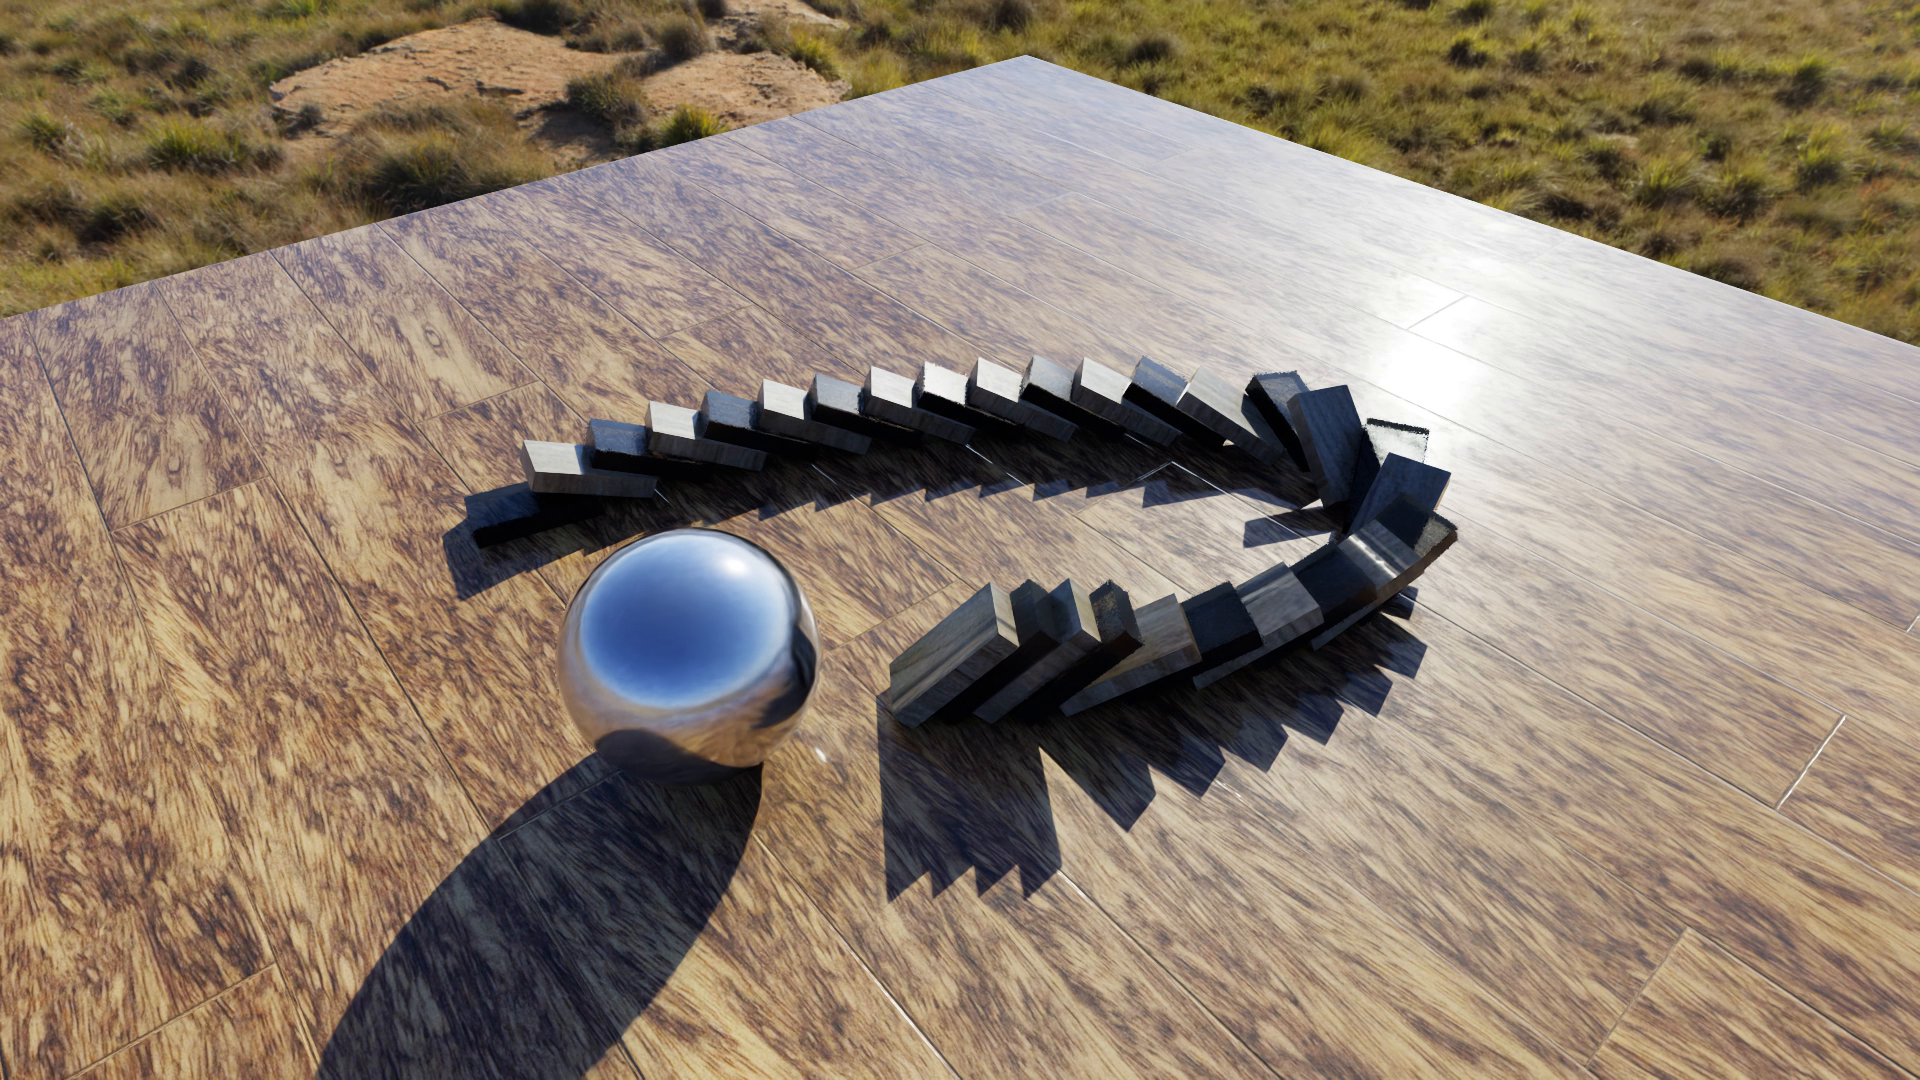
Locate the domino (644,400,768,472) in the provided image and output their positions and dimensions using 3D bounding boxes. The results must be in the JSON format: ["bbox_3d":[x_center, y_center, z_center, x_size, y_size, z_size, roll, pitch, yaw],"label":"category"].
[{"bbox_3d":[-0.112,-0.046,0.484,0.050,0.009,0.025,10,33,-27],"label":"domino"}]

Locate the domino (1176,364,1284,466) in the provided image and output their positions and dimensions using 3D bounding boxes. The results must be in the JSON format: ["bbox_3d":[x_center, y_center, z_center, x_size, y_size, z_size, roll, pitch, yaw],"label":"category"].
[{"bbox_3d":[0.124,-0.056,0.497,0.050,0.010,0.025,34,45,2],"label":"domino"}]

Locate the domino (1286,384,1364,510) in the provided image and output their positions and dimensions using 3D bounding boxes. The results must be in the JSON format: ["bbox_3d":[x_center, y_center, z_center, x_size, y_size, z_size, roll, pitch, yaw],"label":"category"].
[{"bbox_3d":[0.161,-0.040,0.471,0.025,0.009,0.050,-12,76,-14],"label":"domino"}]

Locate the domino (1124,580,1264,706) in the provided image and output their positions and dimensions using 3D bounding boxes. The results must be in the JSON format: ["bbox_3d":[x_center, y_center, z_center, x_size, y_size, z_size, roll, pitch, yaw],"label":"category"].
[{"bbox_3d":[0.077,0.036,0.384,0.050,0.010,0.025,-26,40,7],"label":"domino"}]

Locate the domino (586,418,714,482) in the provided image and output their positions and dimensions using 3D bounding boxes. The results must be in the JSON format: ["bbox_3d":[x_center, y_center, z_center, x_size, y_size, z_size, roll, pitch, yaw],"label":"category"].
[{"bbox_3d":[-0.134,-0.039,0.476,0.050,0.010,0.025,6,33,-30],"label":"domino"}]

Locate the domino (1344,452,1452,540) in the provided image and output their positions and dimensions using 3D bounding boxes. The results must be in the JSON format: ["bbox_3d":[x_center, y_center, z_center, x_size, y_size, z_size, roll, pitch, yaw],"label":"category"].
[{"bbox_3d":[0.172,-0.009,0.437,0.025,0.010,0.050,24,73,26],"label":"domino"}]

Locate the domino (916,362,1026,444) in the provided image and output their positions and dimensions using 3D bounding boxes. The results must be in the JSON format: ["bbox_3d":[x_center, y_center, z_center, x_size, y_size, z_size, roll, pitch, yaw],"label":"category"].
[{"bbox_3d":[0.005,-0.063,0.505,0.050,0.010,0.025,18,37,-16],"label":"domino"}]

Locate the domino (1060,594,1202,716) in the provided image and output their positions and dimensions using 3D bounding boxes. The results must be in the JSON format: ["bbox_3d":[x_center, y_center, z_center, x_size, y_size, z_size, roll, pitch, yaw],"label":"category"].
[{"bbox_3d":[0.055,0.039,0.378,0.050,0.009,0.025,-25,38,13],"label":"domino"}]

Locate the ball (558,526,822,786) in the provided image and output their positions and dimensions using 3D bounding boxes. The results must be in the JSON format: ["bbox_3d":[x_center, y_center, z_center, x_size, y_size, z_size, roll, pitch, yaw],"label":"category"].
[{"bbox_3d":[-0.083,0.036,0.344,0.080,0.080,0.080,0,39,0],"label":"ball"}]

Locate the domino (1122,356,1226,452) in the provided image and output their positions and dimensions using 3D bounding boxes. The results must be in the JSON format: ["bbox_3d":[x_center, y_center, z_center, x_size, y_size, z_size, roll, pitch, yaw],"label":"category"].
[{"bbox_3d":[0.101,-0.063,0.504,0.050,0.010,0.025,30,42,-1],"label":"domino"}]

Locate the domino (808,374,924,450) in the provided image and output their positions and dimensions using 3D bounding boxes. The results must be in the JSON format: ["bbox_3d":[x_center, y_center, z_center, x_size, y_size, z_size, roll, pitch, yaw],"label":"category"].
[{"bbox_3d":[-0.043,-0.058,0.499,0.050,0.010,0.025,14,35,-21],"label":"domino"}]

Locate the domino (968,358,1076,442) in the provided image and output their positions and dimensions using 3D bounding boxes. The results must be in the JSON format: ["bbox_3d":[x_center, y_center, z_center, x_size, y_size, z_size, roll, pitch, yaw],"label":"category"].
[{"bbox_3d":[0.029,-0.065,0.507,0.050,0.009,0.025,21,37,-13],"label":"domino"}]

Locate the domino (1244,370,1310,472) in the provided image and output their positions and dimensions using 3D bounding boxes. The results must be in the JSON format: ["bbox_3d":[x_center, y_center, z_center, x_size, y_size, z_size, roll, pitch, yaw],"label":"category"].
[{"bbox_3d":[0.152,-0.054,0.494,0.025,0.009,0.050,-10,58,-27],"label":"domino"}]

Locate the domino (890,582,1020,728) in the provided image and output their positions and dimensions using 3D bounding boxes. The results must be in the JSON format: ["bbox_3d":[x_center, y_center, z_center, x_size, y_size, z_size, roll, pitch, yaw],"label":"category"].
[{"bbox_3d":[-0.003,0.039,0.370,0.010,0.050,0.025,35,27,-30],"label":"domino"}]

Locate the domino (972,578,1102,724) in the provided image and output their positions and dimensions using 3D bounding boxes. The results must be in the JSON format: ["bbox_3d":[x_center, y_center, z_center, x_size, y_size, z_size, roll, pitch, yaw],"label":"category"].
[{"bbox_3d":[0.024,0.038,0.372,0.010,0.050,0.025,35,27,-30],"label":"domino"}]

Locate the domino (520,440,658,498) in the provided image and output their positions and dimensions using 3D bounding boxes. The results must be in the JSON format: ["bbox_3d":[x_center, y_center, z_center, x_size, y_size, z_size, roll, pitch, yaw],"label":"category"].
[{"bbox_3d":[-0.157,-0.030,0.464,0.050,0.009,0.025,2,33,-36],"label":"domino"}]

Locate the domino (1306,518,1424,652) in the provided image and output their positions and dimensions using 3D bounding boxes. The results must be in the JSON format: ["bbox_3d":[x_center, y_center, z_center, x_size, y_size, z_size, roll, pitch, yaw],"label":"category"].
[{"bbox_3d":[0.143,0.016,0.407,0.050,0.010,0.025,-35,46,-1],"label":"domino"}]

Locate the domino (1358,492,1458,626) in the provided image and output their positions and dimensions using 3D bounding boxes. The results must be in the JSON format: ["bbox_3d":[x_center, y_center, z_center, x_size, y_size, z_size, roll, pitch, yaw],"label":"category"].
[{"bbox_3d":[0.161,0.007,0.419,0.050,0.010,0.025,-40,50,-6],"label":"domino"}]

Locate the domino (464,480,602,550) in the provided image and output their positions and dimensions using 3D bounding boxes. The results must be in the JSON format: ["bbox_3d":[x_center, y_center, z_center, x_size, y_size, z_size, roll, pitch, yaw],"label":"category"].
[{"bbox_3d":[-0.179,-0.014,0.461,0.050,0.010,0.025,-18,43,-20],"label":"domino"}]

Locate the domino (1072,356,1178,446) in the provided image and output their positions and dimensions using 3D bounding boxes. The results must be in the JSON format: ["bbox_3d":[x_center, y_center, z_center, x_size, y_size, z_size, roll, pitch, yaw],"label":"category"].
[{"bbox_3d":[0.076,-0.064,0.505,0.050,0.009,0.025,24,39,-9],"label":"domino"}]

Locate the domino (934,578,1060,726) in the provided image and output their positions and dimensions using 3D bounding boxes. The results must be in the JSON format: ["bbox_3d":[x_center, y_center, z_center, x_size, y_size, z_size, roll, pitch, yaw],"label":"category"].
[{"bbox_3d":[0.010,0.038,0.371,0.010,0.050,0.025,35,27,-30],"label":"domino"}]

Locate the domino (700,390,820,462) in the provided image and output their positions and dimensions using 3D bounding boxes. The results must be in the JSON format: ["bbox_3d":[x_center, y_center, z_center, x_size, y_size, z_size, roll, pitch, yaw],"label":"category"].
[{"bbox_3d":[-0.089,-0.051,0.490,0.050,0.010,0.025,12,34,-25],"label":"domino"}]

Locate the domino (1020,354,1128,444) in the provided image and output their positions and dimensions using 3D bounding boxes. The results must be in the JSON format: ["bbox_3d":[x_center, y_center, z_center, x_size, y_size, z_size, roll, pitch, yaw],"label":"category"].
[{"bbox_3d":[0.053,-0.065,0.507,0.050,0.009,0.025,24,39,-9],"label":"domino"}]

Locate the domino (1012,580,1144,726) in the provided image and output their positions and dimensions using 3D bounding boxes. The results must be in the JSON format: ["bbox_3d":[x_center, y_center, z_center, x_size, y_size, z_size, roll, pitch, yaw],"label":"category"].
[{"bbox_3d":[0.037,0.038,0.371,0.010,0.050,0.025,35,28,-30],"label":"domino"}]

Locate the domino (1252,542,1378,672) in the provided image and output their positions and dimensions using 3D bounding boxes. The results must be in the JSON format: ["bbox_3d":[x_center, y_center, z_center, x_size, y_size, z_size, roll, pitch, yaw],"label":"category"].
[{"bbox_3d":[0.122,0.024,0.398,0.050,0.010,0.025,-32,44,1],"label":"domino"}]

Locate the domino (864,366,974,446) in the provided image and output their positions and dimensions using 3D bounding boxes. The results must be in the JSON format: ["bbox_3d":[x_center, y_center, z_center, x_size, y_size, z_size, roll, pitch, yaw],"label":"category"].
[{"bbox_3d":[-0.019,-0.061,0.503,0.050,0.009,0.025,17,36,-18],"label":"domino"}]

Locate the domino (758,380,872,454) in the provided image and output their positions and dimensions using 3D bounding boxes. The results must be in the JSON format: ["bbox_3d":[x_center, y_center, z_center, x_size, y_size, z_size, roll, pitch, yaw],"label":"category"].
[{"bbox_3d":[-0.066,-0.055,0.496,0.050,0.010,0.025,14,35,-21],"label":"domino"}]

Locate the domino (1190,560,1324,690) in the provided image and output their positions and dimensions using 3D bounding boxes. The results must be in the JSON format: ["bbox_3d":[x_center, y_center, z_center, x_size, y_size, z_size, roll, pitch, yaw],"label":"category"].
[{"bbox_3d":[0.100,0.030,0.391,0.050,0.009,0.025,-29,42,4],"label":"domino"}]

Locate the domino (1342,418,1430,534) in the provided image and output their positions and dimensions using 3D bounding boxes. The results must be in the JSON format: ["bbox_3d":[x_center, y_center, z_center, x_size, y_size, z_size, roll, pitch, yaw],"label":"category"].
[{"bbox_3d":[0.176,-0.025,0.455,0.025,0.009,0.050,13,70,14],"label":"domino"}]
